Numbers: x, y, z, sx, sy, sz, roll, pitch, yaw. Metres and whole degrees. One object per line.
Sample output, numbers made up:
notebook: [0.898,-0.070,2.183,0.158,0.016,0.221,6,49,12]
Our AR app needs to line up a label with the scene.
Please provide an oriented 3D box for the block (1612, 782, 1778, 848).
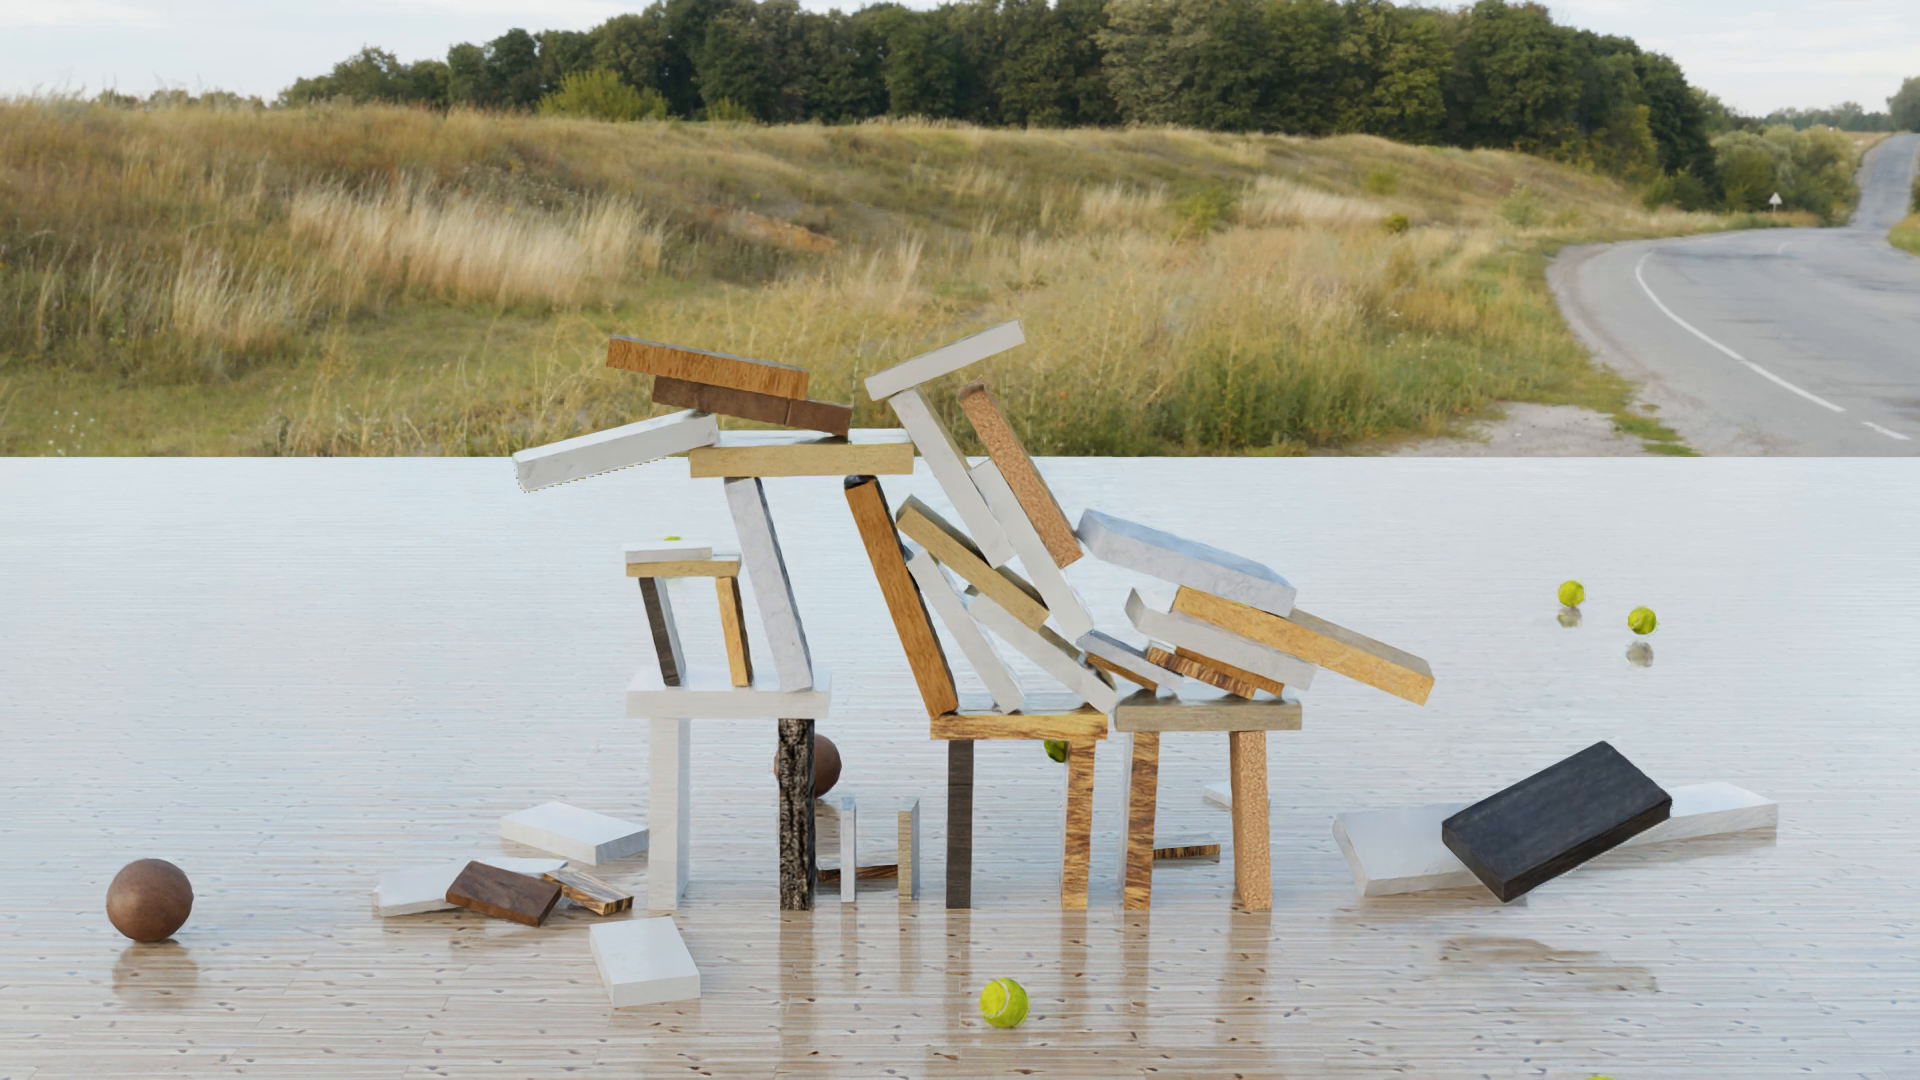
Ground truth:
block: [1.113,0.515,3.959,0.771,0.042,0.149,-4,11,-21]

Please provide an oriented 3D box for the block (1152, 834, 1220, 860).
block: [0.389,0.541,3.885,0.127,0.018,0.063,-2,11,-13]

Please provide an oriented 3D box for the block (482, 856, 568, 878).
block: [-0.748,0.564,3.755,0.139,0.020,0.070,2,11,8]

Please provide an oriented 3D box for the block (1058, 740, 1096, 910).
block: [0.193,0.450,3.640,0.040,0.285,0.143,2,11,0]

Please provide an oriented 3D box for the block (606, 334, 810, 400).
block: [-0.398,-0.272,3.461,0.309,0.044,0.154,9,6,-9]

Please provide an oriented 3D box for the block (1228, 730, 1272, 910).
block: [0.479,0.443,3.639,0.042,0.299,0.149,-3,11,0]

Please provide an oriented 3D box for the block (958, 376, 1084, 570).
block: [0.097,-0.111,3.563,0.045,0.315,0.157,-30,11,5]

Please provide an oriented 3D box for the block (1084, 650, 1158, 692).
block: [0.268,0.211,3.643,0.127,0.018,0.063,24,9,-4]

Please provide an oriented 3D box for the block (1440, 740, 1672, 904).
block: [0.987,0.463,3.645,0.336,0.048,0.168,-23,39,-15]

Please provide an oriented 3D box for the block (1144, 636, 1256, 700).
block: [0.393,0.207,3.605,0.183,0.026,0.091,21,10,-3]

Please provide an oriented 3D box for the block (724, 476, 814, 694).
block: [-0.309,0.057,3.561,0.049,0.349,0.175,-15,11,-1]

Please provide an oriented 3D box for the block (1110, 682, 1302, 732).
block: [0.401,0.274,3.611,0.299,0.042,0.149,0,11,-1]

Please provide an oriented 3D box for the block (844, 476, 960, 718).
block: [-0.095,0.081,3.577,0.049,0.391,0.175,-20,10,1]

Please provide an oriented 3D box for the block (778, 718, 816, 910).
block: [-0.269,0.432,3.638,0.046,0.322,0.161,0,11,0]

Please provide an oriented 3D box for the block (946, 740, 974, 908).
block: [-0.001,0.450,3.641,0.040,0.285,0.143,1,11,-1]

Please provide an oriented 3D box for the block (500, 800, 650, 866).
block: [-0.689,0.523,3.932,0.256,0.036,0.128,8,13,38]

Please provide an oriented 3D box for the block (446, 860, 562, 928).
block: [-0.737,0.571,3.553,0.163,0.023,0.081,13,34,13]

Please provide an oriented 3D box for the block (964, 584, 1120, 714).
block: [0.131,0.169,3.584,0.283,0.040,0.141,37,7,-8]

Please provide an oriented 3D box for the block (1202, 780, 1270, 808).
block: [0.525,0.487,4.176,0.063,0.018,0.127,-6,12,-31]

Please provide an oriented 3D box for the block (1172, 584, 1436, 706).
block: [0.564,0.155,3.624,0.431,0.048,0.168,22,10,4]

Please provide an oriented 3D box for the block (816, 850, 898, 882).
block: [-0.172,0.559,3.775,0.156,0.022,0.078,-2,11,-13]

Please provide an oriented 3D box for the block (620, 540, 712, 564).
block: [-0.474,0.018,3.545,0.140,0.020,0.070,-3,11,-15]

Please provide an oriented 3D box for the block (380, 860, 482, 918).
block: [-0.862,0.570,3.596,0.163,0.023,0.081,-7,34,-8]

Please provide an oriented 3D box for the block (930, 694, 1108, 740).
block: [0.096,0.289,3.610,0.285,0.040,0.143,0,11,1]

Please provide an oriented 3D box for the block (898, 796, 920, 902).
block: [-0.085,0.513,3.655,0.022,0.156,0.078,2,11,9]

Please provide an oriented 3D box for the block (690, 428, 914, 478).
block: [-0.249,-0.140,3.524,0.349,0.049,0.175,-1,11,0]

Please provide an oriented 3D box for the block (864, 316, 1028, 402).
block: [-0.021,-0.287,3.474,0.256,0.036,0.128,-21,7,6]

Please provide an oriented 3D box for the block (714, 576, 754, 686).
block: [-0.367,0.140,3.580,0.025,0.179,0.090,-8,10,1]

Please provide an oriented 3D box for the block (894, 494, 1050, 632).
block: [0.020,0.036,3.556,0.283,0.040,0.141,37,7,-6]

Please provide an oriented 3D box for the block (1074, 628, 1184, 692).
block: [0.278,0.193,3.603,0.183,0.026,0.091,25,6,2]

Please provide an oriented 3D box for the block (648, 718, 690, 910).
block: [-0.480,0.431,3.640,0.046,0.322,0.161,2,11,0]

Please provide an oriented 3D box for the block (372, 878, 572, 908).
block: [-0.803,0.583,3.642,0.322,0.023,0.081,1,11,3]

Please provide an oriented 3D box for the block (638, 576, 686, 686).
block: [-0.483,0.139,3.581,0.025,0.179,0.090,-12,10,2]

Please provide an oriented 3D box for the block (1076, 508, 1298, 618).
block: [0.367,0.036,3.584,0.336,0.048,0.168,17,11,-13]

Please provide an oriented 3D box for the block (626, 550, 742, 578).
block: [-0.446,0.038,3.561,0.179,0.025,0.090,0,11,-2]

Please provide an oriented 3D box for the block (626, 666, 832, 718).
block: [-0.374,0.250,3.608,0.322,0.046,0.161,0,11,0]

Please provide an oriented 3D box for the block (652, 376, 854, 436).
block: [-0.326,-0.217,3.496,0.309,0.044,0.154,10,5,-3]

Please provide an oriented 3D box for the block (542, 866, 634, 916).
block: [-0.611,0.574,3.610,0.140,0.020,0.070,19,13,31]

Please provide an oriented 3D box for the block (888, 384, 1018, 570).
block: [-0.010,-0.109,3.541,0.045,0.315,0.158,-31,6,5]

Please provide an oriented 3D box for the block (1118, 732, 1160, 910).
block: [0.295,0.443,3.639,0.042,0.299,0.149,2,11,0]

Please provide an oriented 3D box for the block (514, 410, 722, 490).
block: [-0.540,-0.146,3.450,0.309,0.044,0.154,-15,11,-12]

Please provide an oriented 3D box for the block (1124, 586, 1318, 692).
block: [0.420,0.160,3.568,0.297,0.042,0.149,20,10,-8]

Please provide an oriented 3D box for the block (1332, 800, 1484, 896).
block: [0.798,0.521,3.732,0.297,0.042,0.148,-3,42,-15]

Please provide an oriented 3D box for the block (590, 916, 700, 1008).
block: [-0.479,0.635,3.326,0.128,0.036,0.256,-3,11,-17]

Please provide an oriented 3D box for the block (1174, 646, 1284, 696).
block: [0.444,0.201,3.596,0.183,0.026,0.091,23,11,8]

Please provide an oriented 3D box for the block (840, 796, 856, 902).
block: [-0.185,0.513,3.654,0.022,0.156,0.078,0,11,0]

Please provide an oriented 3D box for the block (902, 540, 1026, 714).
block: [0.006,0.135,3.577,0.040,0.298,0.141,-33,11,4]

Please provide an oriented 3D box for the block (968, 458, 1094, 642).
block: [0.117,0.011,3.565,0.045,0.315,0.157,-31,2,5]
